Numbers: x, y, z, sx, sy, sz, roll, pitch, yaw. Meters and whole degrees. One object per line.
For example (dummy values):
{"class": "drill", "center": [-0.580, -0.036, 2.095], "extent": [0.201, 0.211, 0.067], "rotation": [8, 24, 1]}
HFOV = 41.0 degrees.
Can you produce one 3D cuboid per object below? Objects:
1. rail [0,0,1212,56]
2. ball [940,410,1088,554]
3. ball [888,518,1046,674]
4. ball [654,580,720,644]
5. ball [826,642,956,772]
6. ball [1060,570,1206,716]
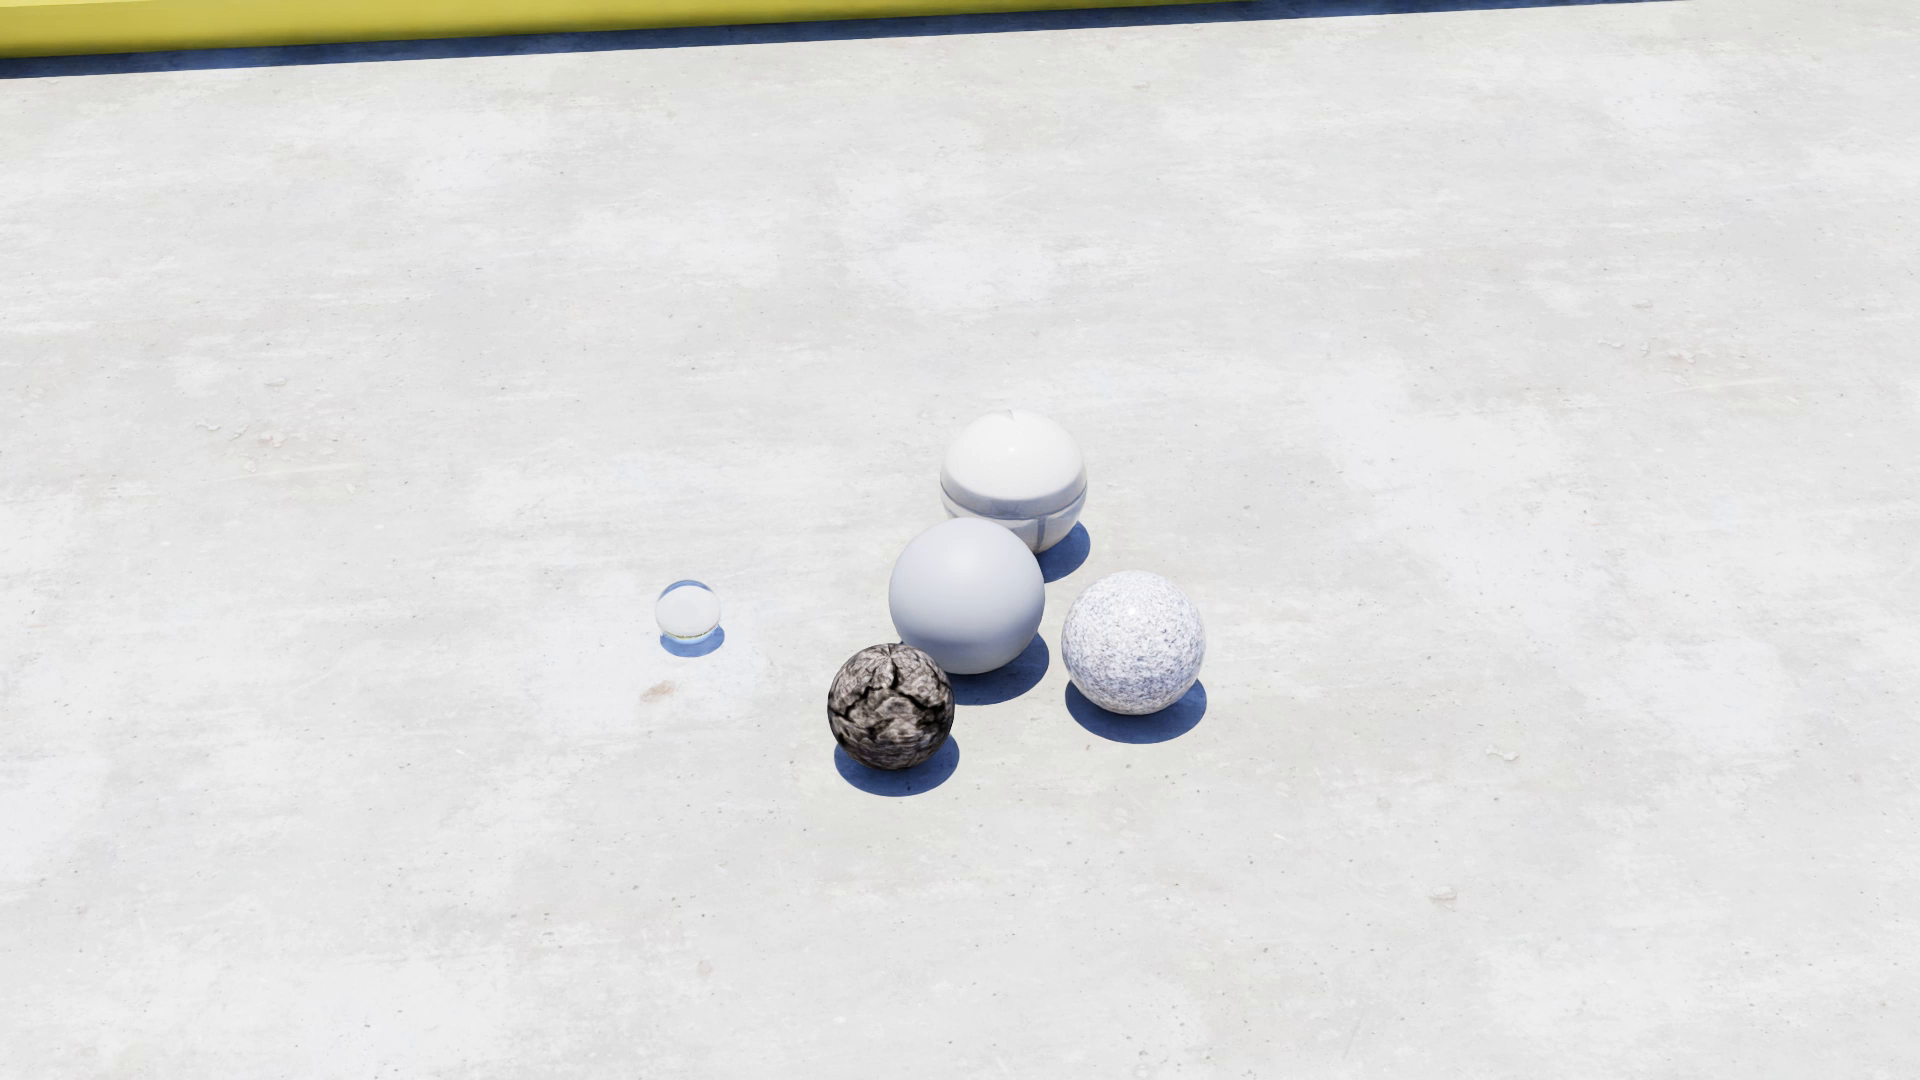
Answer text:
{"class": "rail", "center": [0.729, -0.561, 2.333], "extent": [3.298, 0.123, 0.045], "rotation": [-4, 36, -5]}
{"class": "ball", "center": [0.034, -0.036, 1.639], "extent": [0.095, 0.095, 0.095], "rotation": [0, 36, 0]}
{"class": "ball", "center": [0.004, 0.034, 1.543], "extent": [0.095, 0.095, 0.095], "rotation": [0, 36, 0]}
{"class": "ball", "center": [-0.167, 0.044, 1.575], "extent": [0.040, 0.040, 0.040], "rotation": [0, 36, 0]}
{"class": "ball", "center": [-0.040, 0.096, 1.476], "extent": [0.074, 0.074, 0.074], "rotation": [0, 36, 0]}
{"class": "ball", "center": [0.102, 0.061, 1.514], "extent": [0.086, 0.086, 0.086], "rotation": [0, 36, 0]}
